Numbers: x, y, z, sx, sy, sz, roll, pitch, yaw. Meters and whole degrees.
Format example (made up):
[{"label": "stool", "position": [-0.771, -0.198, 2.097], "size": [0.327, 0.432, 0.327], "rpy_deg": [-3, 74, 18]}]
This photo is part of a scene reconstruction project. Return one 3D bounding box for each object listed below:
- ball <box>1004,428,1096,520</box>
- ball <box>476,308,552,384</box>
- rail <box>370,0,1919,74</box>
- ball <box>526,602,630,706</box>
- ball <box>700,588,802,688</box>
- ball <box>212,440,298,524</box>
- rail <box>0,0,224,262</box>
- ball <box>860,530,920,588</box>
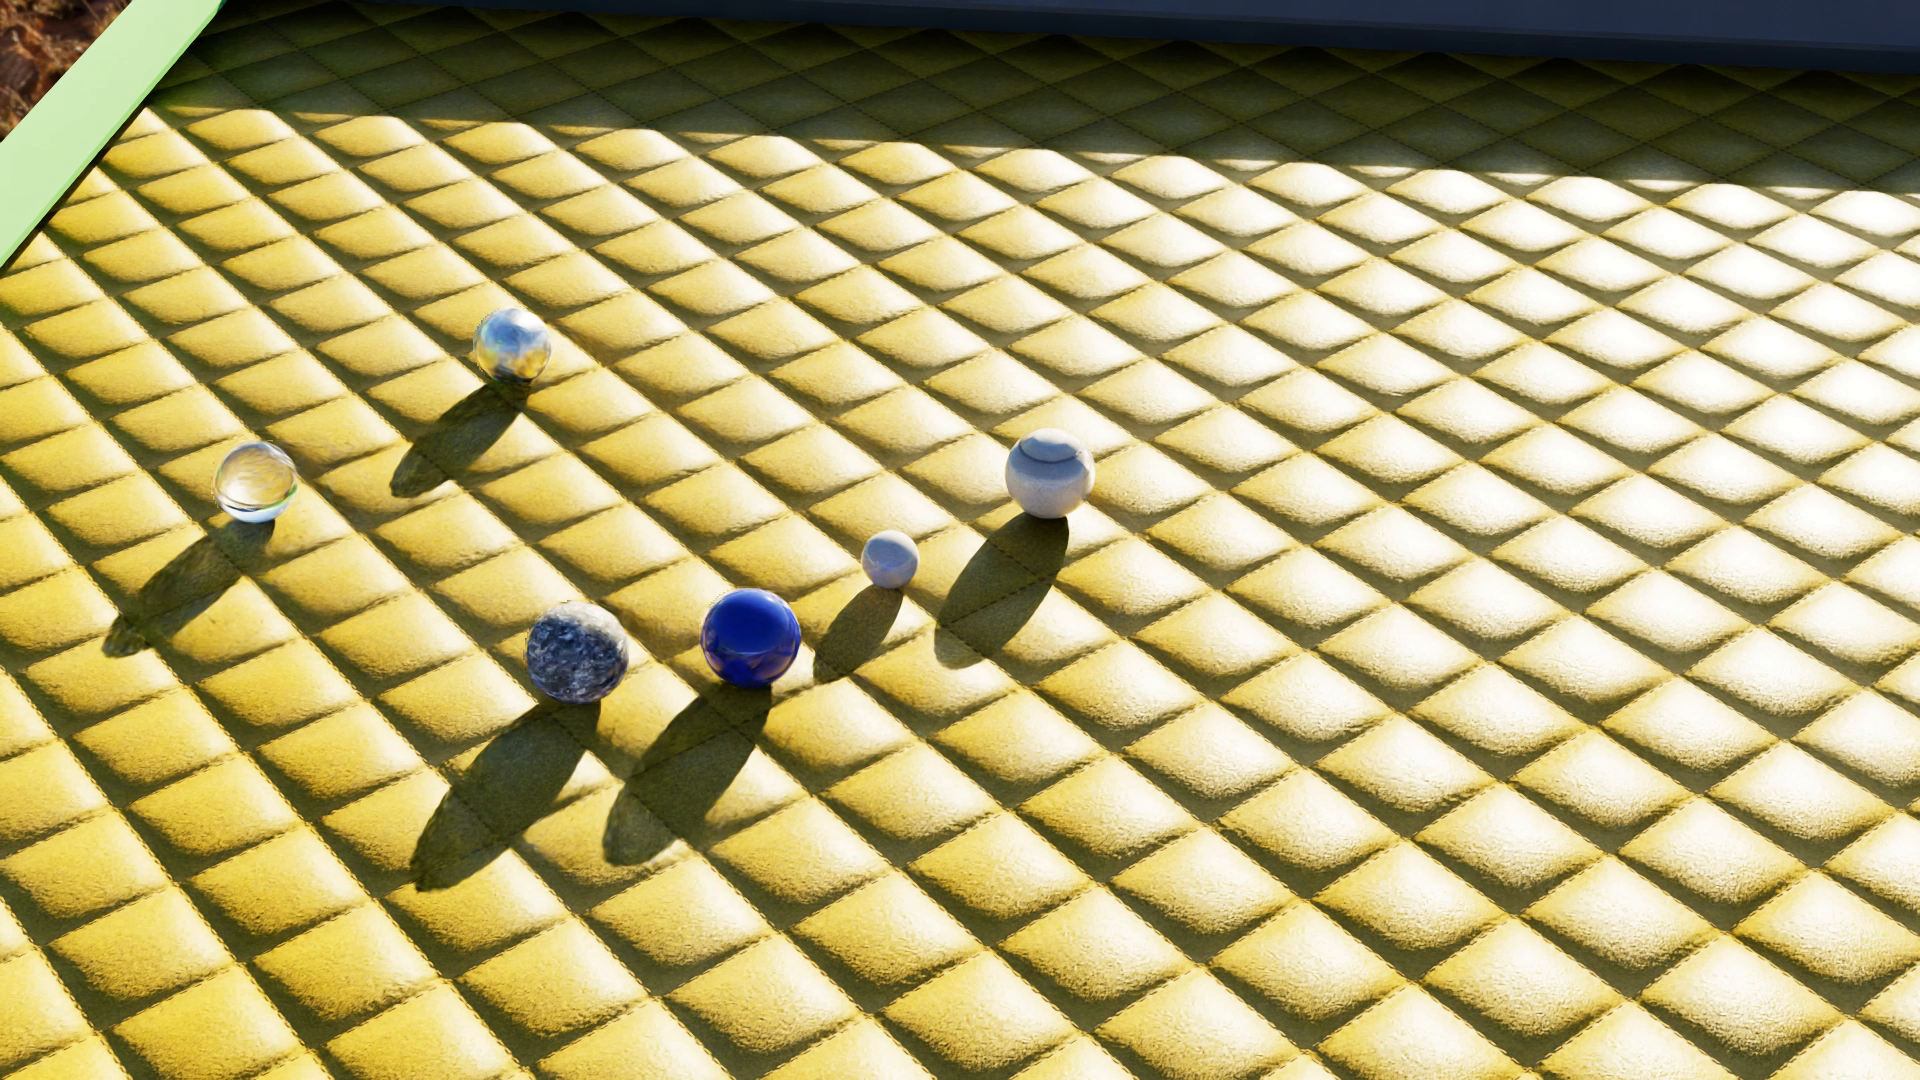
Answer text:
[{"label": "ball", "position": [0.066, -0.049, 1.881], "size": [0.067, 0.067, 0.067], "rpy_deg": [0, 35, 0]}, {"label": "ball", "position": [-0.354, -0.153, 2.035], "size": [0.060, 0.060, 0.060], "rpy_deg": [0, 35, 0]}, {"label": "rail", "position": [0.970, -0.479, 2.470], "size": [3.495, 0.089, 0.045], "rpy_deg": [4, 35, 5]}, {"label": "ball", "position": [-0.254, 0.075, 1.704], "size": [0.069, 0.069, 0.069], "rpy_deg": [0, 35, 0]}, {"label": "ball", "position": [-0.140, 0.066, 1.719], "size": [0.067, 0.067, 0.067], "rpy_deg": [0, 35, 0]}, {"label": "ball", "position": [-0.516, -0.042, 1.877], "size": [0.061, 0.061, 0.061], "rpy_deg": [0, 35, 0]}, {"label": "rail", "position": [-0.845, -0.067, 1.886], "size": [0.045, 0.089, 1.873], "rpy_deg": [4, 35, 5]}, {"label": "ball", "position": [-0.049, 0.014, 1.815], "size": [0.042, 0.042, 0.042], "rpy_deg": [0, 35, 0]}]
